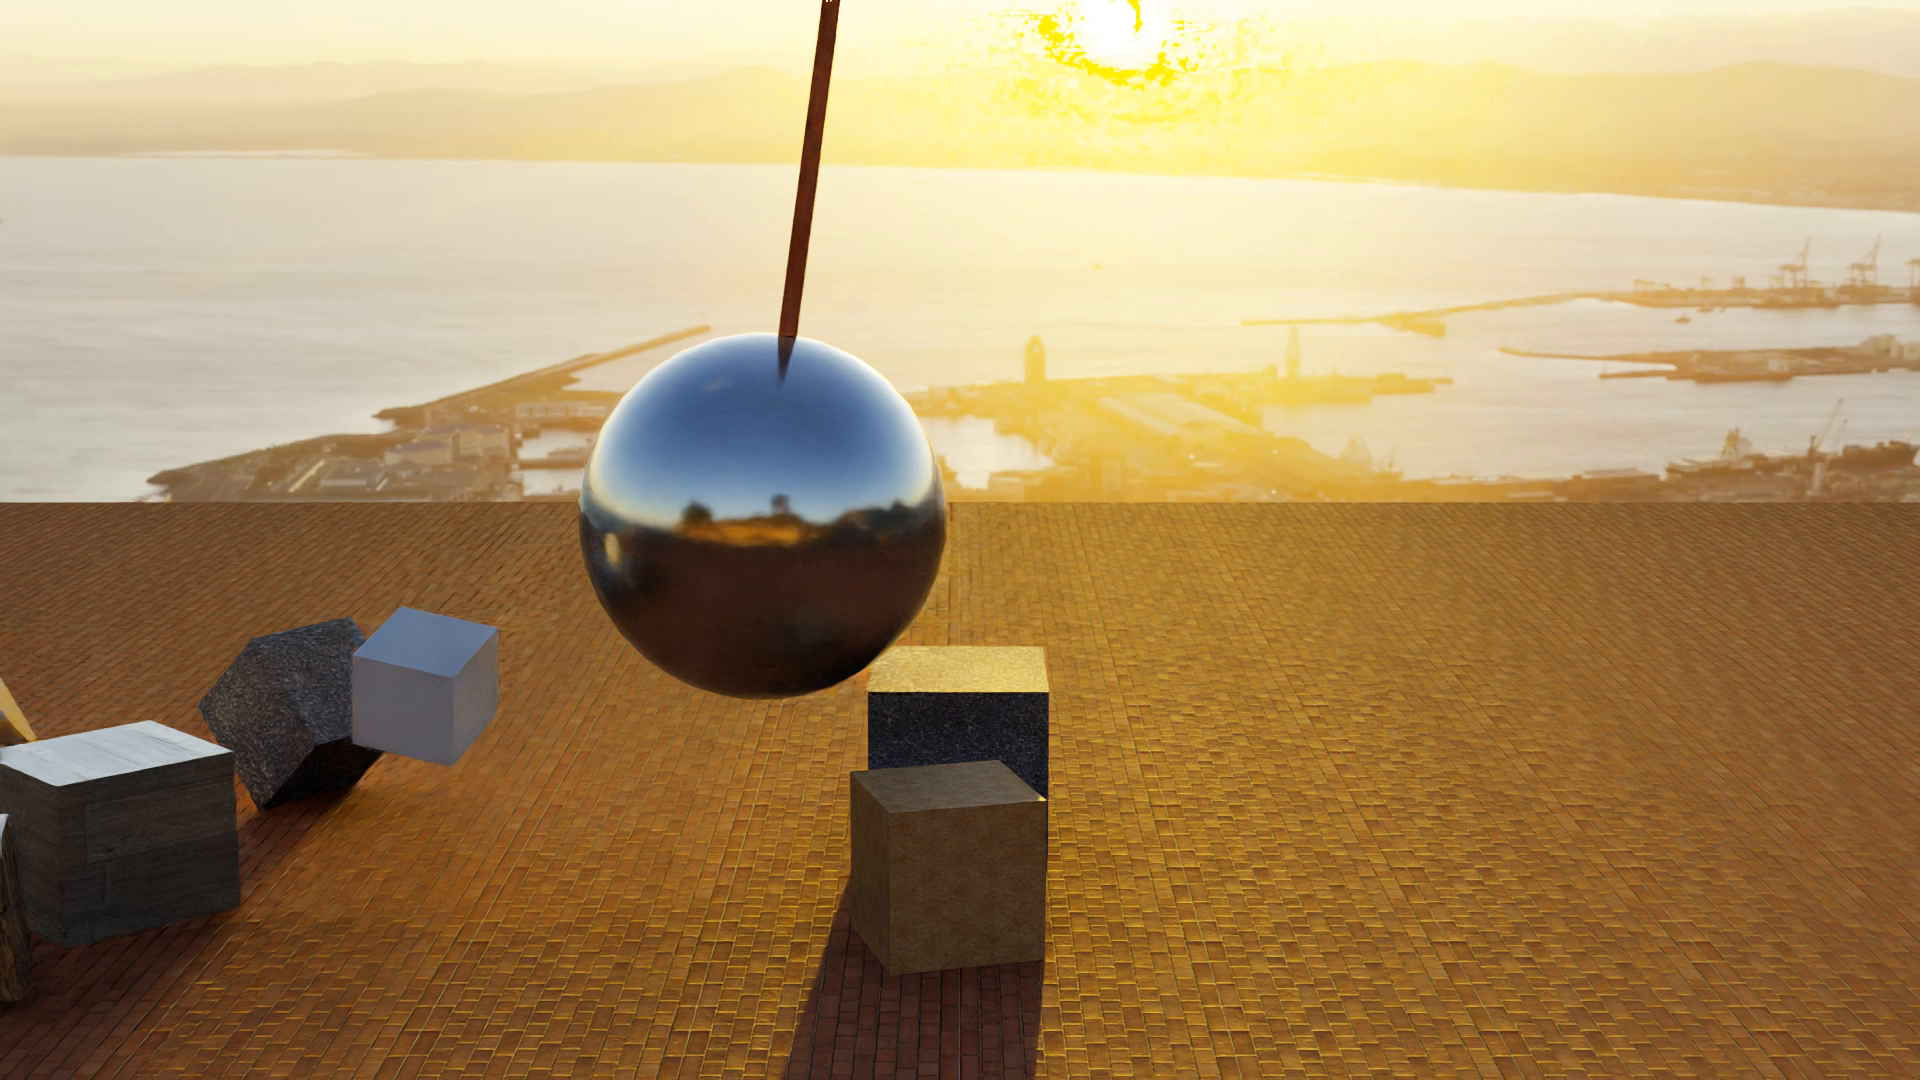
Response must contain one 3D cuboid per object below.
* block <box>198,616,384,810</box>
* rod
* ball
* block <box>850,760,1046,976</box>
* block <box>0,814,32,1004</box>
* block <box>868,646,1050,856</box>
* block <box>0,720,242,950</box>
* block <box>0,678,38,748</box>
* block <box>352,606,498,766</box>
[{"bbox_3d":[-3.197,0.843,12.538,0.586,0.624,0.619,-44,-17,32],"label":"block"},{"bbox_3d":[-0.370,-3.414,10.560,0.080,5.200,0.080,8,10,-1],"label":"rod"},{"bbox_3d":[-0.854,-0.103,11.162,1.600,1.600,1.600,0,10,0],"label":"ball"},{"bbox_3d":[-0.056,1.320,10.452,0.644,0.662,0.636,-3,11,-16],"label":"block"},{"bbox_3d":[-3.922,1.445,9.813,0.588,0.593,0.512,-8,12,-14],"label":"block"},{"bbox_3d":[-0.007,0.976,12.065,0.816,0.763,0.929,0,10,0],"label":"block"},{"bbox_3d":[-3.608,1.230,10.890,0.783,0.683,0.736,-10,14,-44],"label":"block"},{"bbox_3d":[-4.660,0.834,11.525,0.716,0.685,0.764,-32,-17,-15],"label":"block"},{"bbox_3d":[-2.348,0.639,11.287,0.468,0.449,0.477,12,27,11],"label":"block"}]
